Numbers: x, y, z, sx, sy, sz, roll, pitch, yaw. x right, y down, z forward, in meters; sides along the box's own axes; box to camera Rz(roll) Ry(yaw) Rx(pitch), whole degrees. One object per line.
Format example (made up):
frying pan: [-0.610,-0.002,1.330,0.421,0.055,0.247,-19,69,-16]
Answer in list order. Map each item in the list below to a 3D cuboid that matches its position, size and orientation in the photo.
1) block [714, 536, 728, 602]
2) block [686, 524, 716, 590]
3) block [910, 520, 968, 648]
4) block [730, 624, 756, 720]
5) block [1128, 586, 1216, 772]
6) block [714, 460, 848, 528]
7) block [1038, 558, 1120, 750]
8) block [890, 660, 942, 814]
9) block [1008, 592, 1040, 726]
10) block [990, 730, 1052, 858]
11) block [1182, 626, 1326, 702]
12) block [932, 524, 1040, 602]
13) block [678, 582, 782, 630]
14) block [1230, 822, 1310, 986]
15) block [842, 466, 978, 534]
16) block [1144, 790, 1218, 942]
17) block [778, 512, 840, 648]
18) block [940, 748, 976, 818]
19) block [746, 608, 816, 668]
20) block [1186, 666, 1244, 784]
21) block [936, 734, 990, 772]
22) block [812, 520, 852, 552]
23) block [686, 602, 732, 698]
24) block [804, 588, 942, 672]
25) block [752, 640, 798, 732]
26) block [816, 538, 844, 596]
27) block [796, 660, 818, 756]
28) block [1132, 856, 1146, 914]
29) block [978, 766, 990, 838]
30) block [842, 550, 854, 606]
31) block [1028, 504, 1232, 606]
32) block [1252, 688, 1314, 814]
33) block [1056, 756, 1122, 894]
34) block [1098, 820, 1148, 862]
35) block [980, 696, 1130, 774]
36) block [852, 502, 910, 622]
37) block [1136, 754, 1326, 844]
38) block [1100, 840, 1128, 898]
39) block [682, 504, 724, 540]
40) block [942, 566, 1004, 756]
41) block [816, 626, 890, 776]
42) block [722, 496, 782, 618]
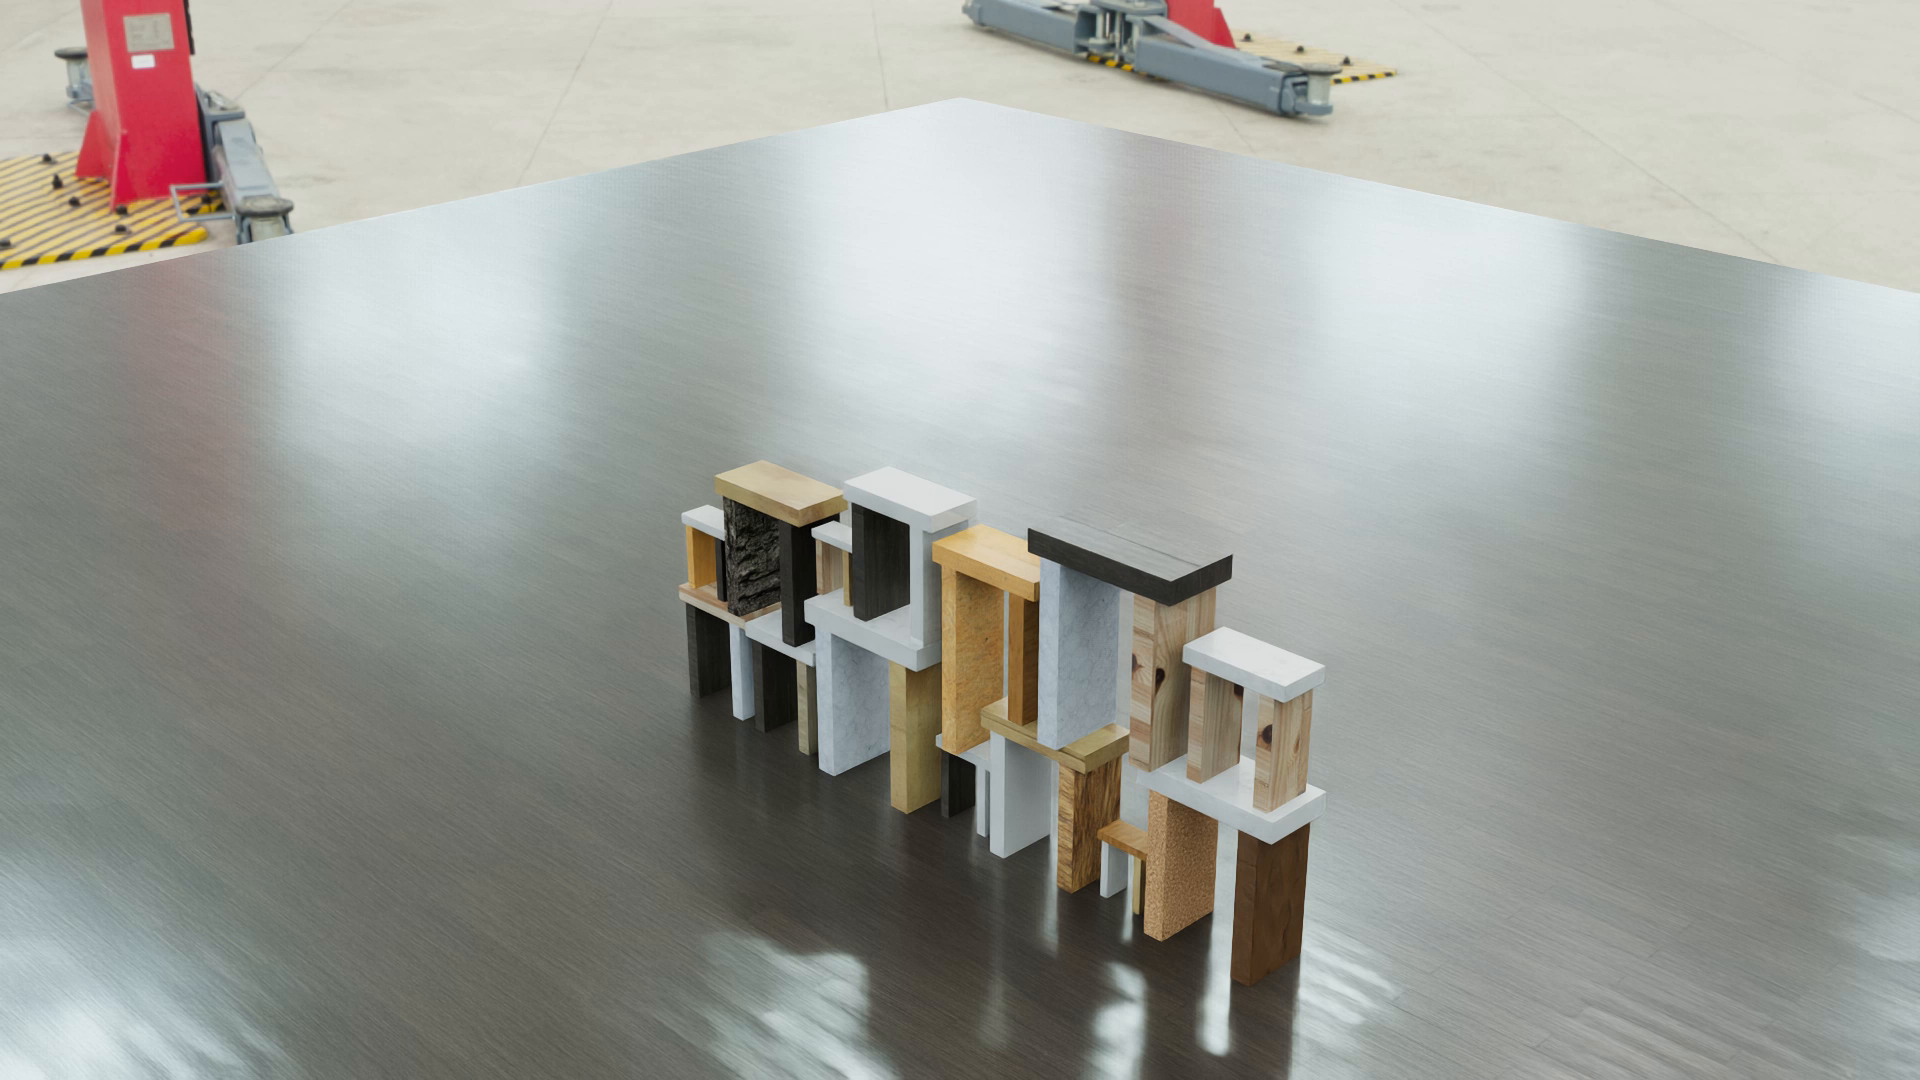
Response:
block: [-0.495,0.054,4.780,0.021,0.149,0.074,21,31,41]
block: [-0.565,0.027,4.845,0.074,0.148,0.021,-21,31,-41]
block: [-0.040,0.073,4.301,0.125,0.249,0.035,-21,31,-41]
block: [-0.448,0.272,4.830,0.032,0.227,0.113,21,31,41]
block: [0.378,0.230,3.904,0.167,0.335,0.047,-21,31,-40]
block: [-0.375,-0.099,4.594,0.269,0.038,0.135,21,31,41]
block: [0.220,0.187,4.057,0.047,0.375,0.167,21,31,40]
block: [-0.065,0.373,4.458,0.047,0.331,0.166,21,31,41]
block: [0.151,0.205,4.152,0.038,0.266,0.133,21,31,41]
block: [0.120,0.475,4.298,0.038,0.268,0.134,21,31,41]
block: [0.503,0.212,3.770,0.110,0.031,0.221,-21,31,-40]
block: [0.088,0.041,4.150,0.133,0.038,0.266,-21,31,-41]
block: [-0.501,0.132,4.828,0.227,0.032,0.113,21,31,41]
block: [0.550,0.625,3.899,0.043,0.303,0.152,21,31,41]
block: [-0.099,-0.081,4.299,0.125,0.035,0.249,-21,31,-41]
block: [0.407,0.569,4.030,0.043,0.303,0.152,21,31,41]
block: [-0.312,0.072,4.597,0.038,0.280,0.135,21,31,40]
block: [-0.003,0.478,4.438,0.022,0.153,0.076,21,31,41]
block: [-0.345,0.206,4.681,0.217,0.031,0.108,21,31,40]
block: [0.450,0.308,3.866,0.110,0.220,0.031,-21,31,-40]
block: [0.033,0.412,4.371,0.153,0.022,0.076,21,31,41]
block: [-0.238,-0.007,4.473,0.122,0.017,0.061,21,31,41]
block: [-0.555,0.230,4.928,0.032,0.227,0.113,21,31,41]
block: [-0.143,0.168,4.456,0.331,0.047,0.166,21,31,41]
block: [-0.396,0.300,4.776,0.031,0.217,0.108,21,31,41]
block: [-0.267,0.046,4.527,0.061,0.122,0.017,-21,31,-41]
block: [-0.294,0.340,4.682,0.031,0.217,0.108,21,31,41]
block: [0.350,0.635,4.111,0.017,0.120,0.060,21,31,41]
block: [0.069,0.506,4.372,0.022,0.153,0.076,21,31,41]
block: [-0.209,0.069,4.474,0.017,0.122,0.061,21,31,41]
block: [0.299,0.023,3.902,0.167,0.047,0.335,-21,31,-40]
block: [0.554,0.349,3.770,0.110,0.221,0.031,-21,31,-41]
block: [0.246,0.524,4.181,0.038,0.268,0.134,21,31,41]
block: [0.321,0.561,4.111,0.120,0.017,0.060,21,31,41]
block: [0.182,0.359,4.179,0.268,0.038,0.134,21,31,41]
block: [-0.158,0.027,4.409,0.035,0.249,0.125,21,31,41]
block: [0.479,0.438,3.897,0.152,0.043,0.303,-21,31,-41]
block: [0.293,0.613,4.163,0.017,0.120,0.060,21,31,41]
block: [-0.530,-0.038,4.780,0.074,0.021,0.149,-21,31,-41]
block: [0.025,0.217,4.293,0.038,0.398,0.133,21,31,41]
block: [-0.221,0.312,4.602,0.047,0.331,0.166,21,31,41]
block: [-0.438,0.018,4.712,0.038,0.269,0.135,21,31,41]
